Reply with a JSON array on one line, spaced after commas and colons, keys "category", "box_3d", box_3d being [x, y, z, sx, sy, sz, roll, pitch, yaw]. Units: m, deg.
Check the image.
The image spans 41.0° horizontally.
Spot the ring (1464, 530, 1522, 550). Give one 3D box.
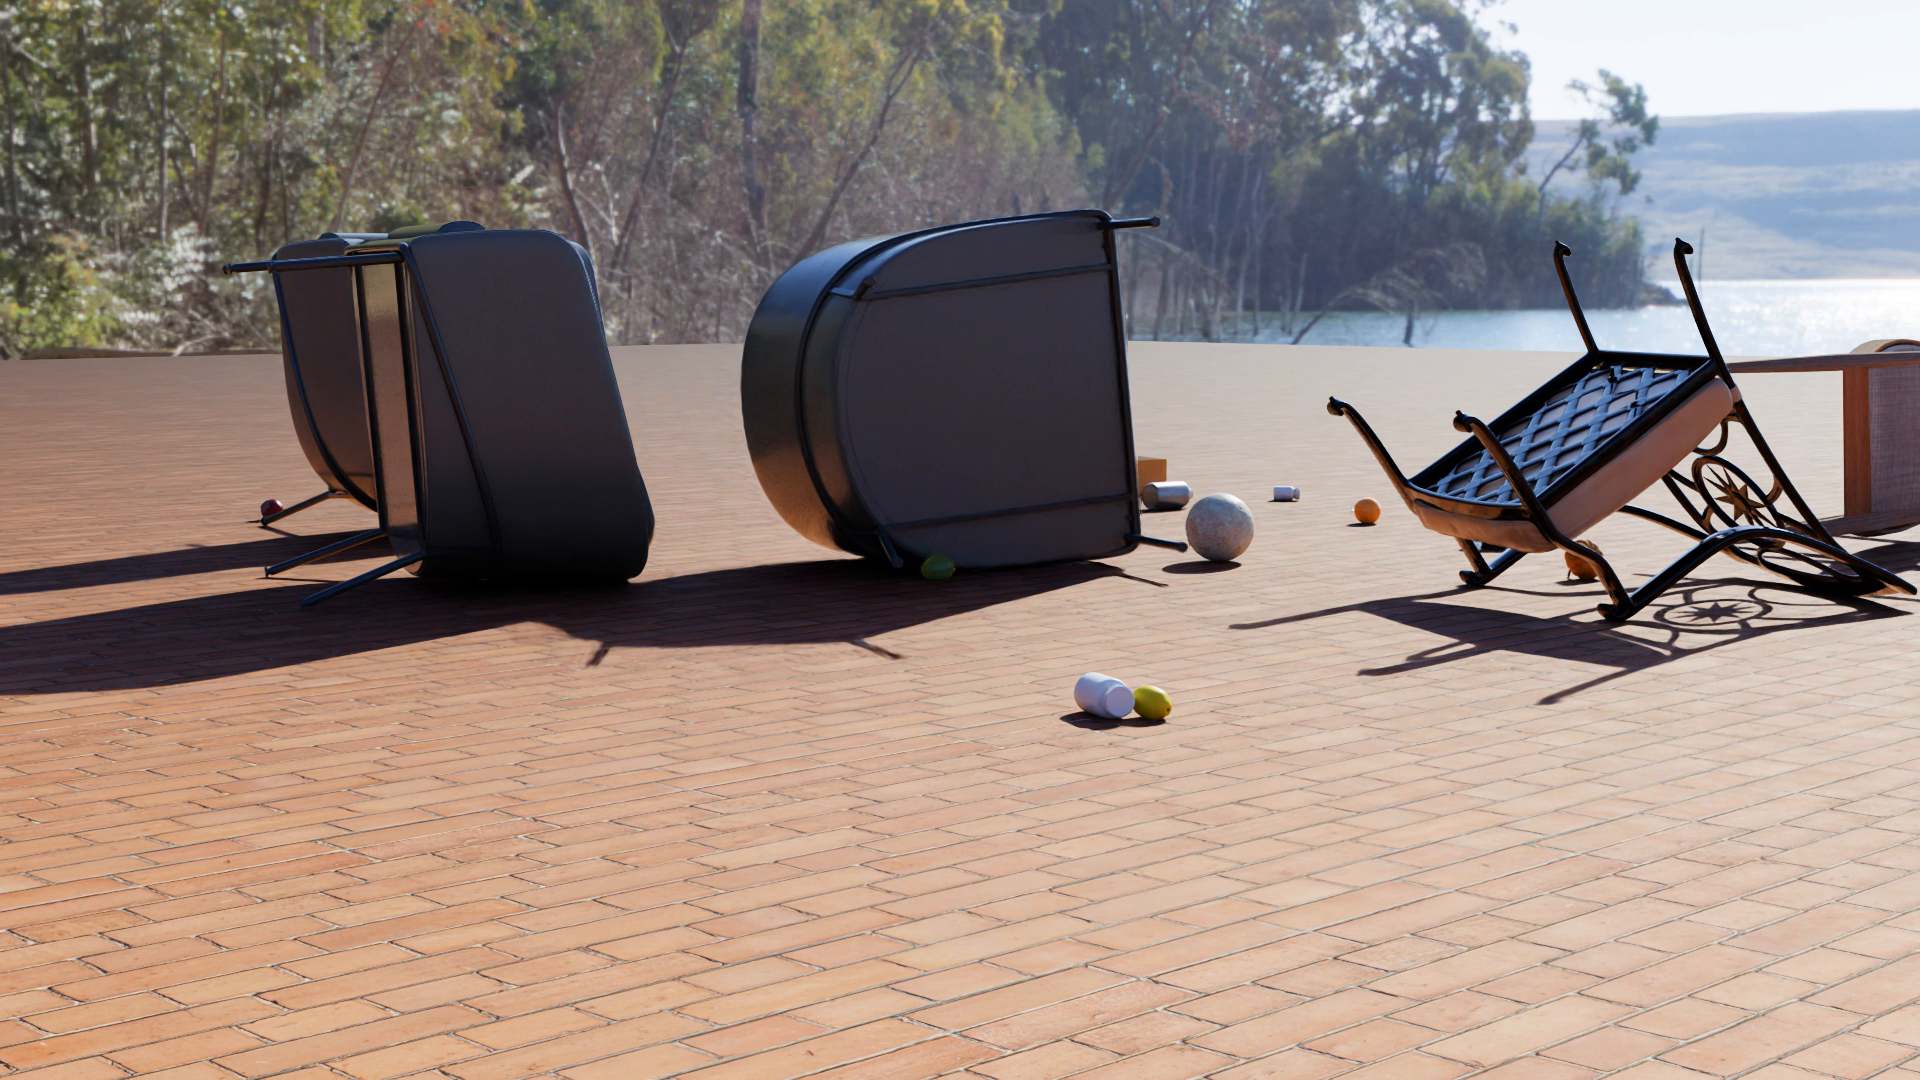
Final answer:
[{"category": "ring", "box_3d": [1.290, -0.001, 6.206, 0.145, 0.046, 0.083, 1, 4, 1]}]

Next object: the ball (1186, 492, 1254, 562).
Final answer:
[{"category": "ball", "box_3d": [0.600, -0.029, 5.923, 0.159, 0.159, 0.159, 0, 6, 0]}]

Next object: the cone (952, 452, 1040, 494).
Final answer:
[{"category": "cone", "box_3d": [0.110, -0.209, 7.830, 0.273, 0.126, 0.151, 0, 6, 4]}]

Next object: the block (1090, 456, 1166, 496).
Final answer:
[{"category": "block", "box_3d": [0.512, -0.196, 7.795, 0.151, 0.106, 0.196, -3, 7, -27]}]

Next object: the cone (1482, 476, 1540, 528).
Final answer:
[{"category": "cone", "box_3d": [1.483, -0.069, 6.756, 0.159, 0.147, 0.151, 22, 19, -38]}]
